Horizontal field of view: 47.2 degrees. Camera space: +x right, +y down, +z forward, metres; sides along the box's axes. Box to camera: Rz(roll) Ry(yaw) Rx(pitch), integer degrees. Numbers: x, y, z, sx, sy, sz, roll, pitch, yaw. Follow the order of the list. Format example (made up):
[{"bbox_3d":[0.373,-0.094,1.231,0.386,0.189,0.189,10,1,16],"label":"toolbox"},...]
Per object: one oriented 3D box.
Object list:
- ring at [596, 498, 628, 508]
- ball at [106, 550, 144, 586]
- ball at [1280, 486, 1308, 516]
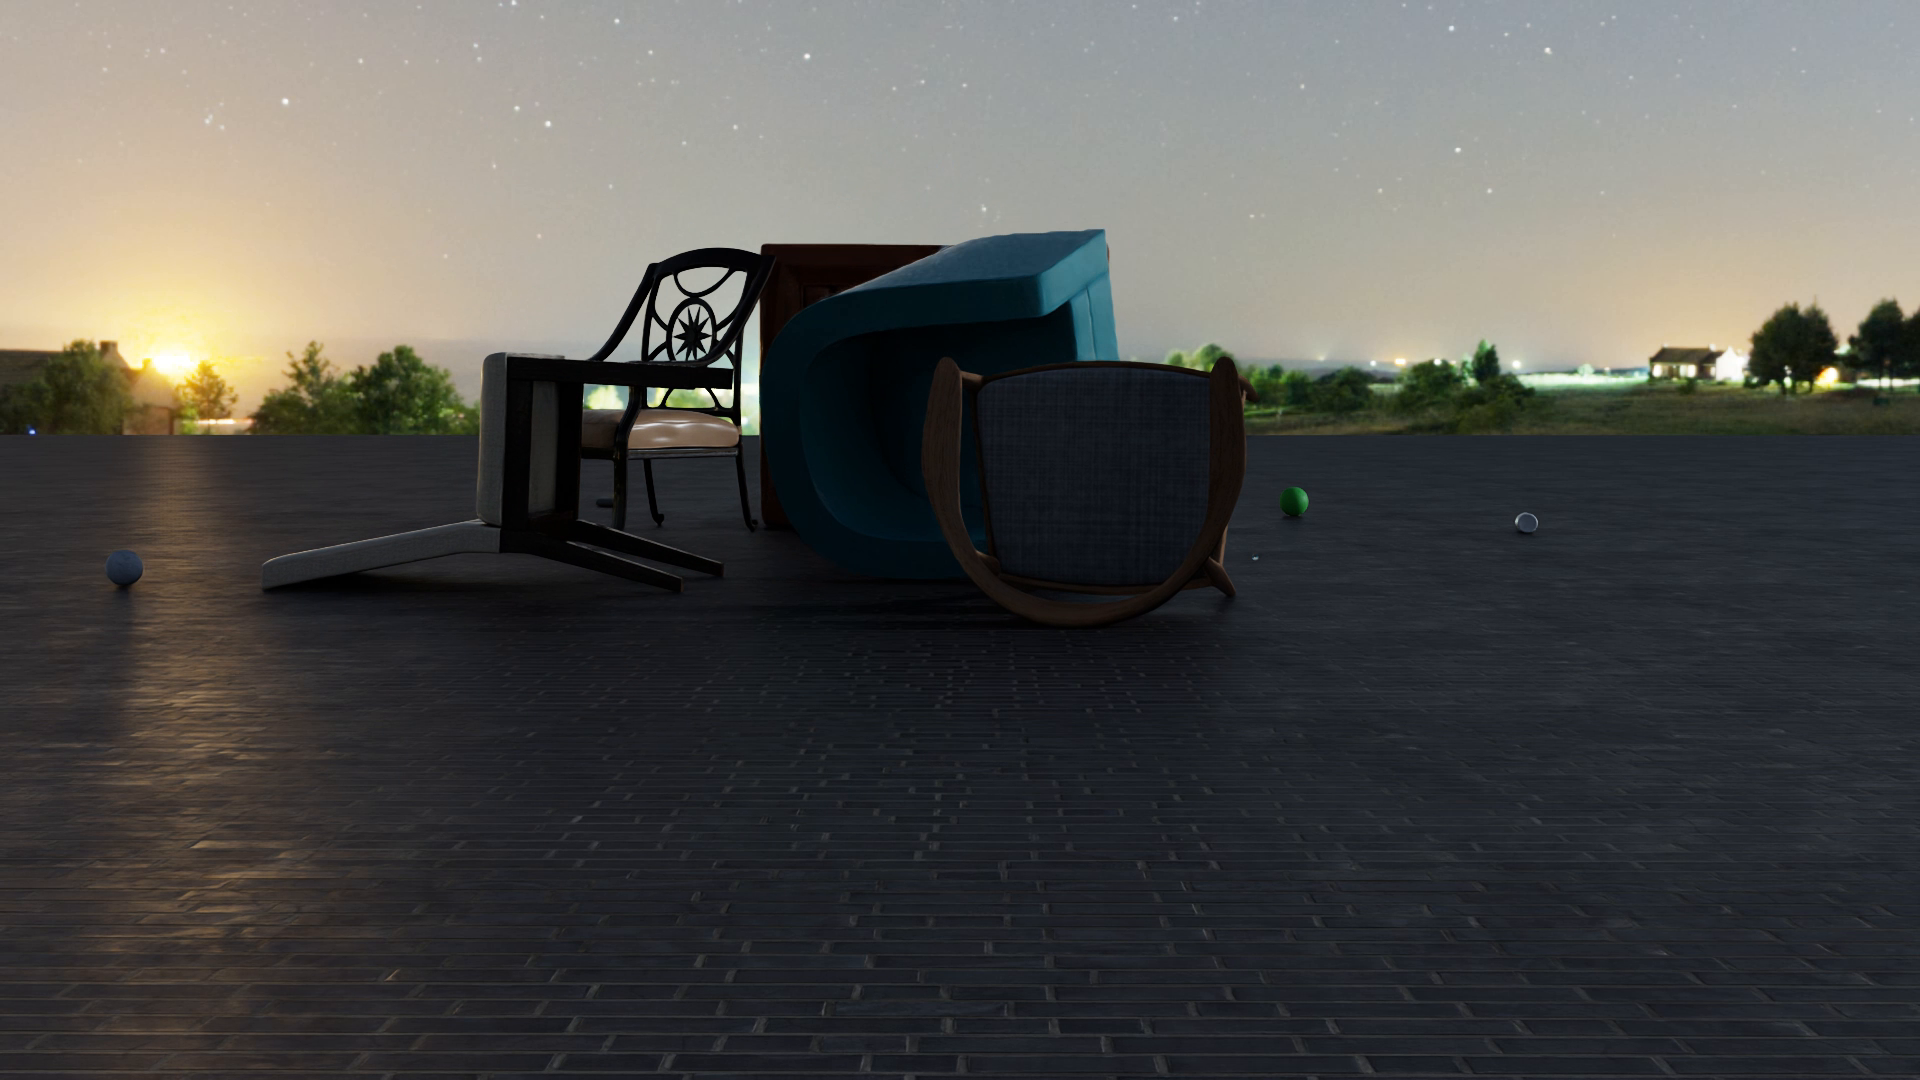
[{"bbox_3d":[-1.331,-0.142,8.410,0.130,0.029,0.102,3,4,28],"label":"ring"},{"bbox_3d":[-1.910,0.063,5.027,0.082,0.082,0.082,0,4,0],"label":"ball"},{"bbox_3d":[1.182,-0.137,7.785,0.104,0.104,0.104,0,4,0],"label":"ball"}]
